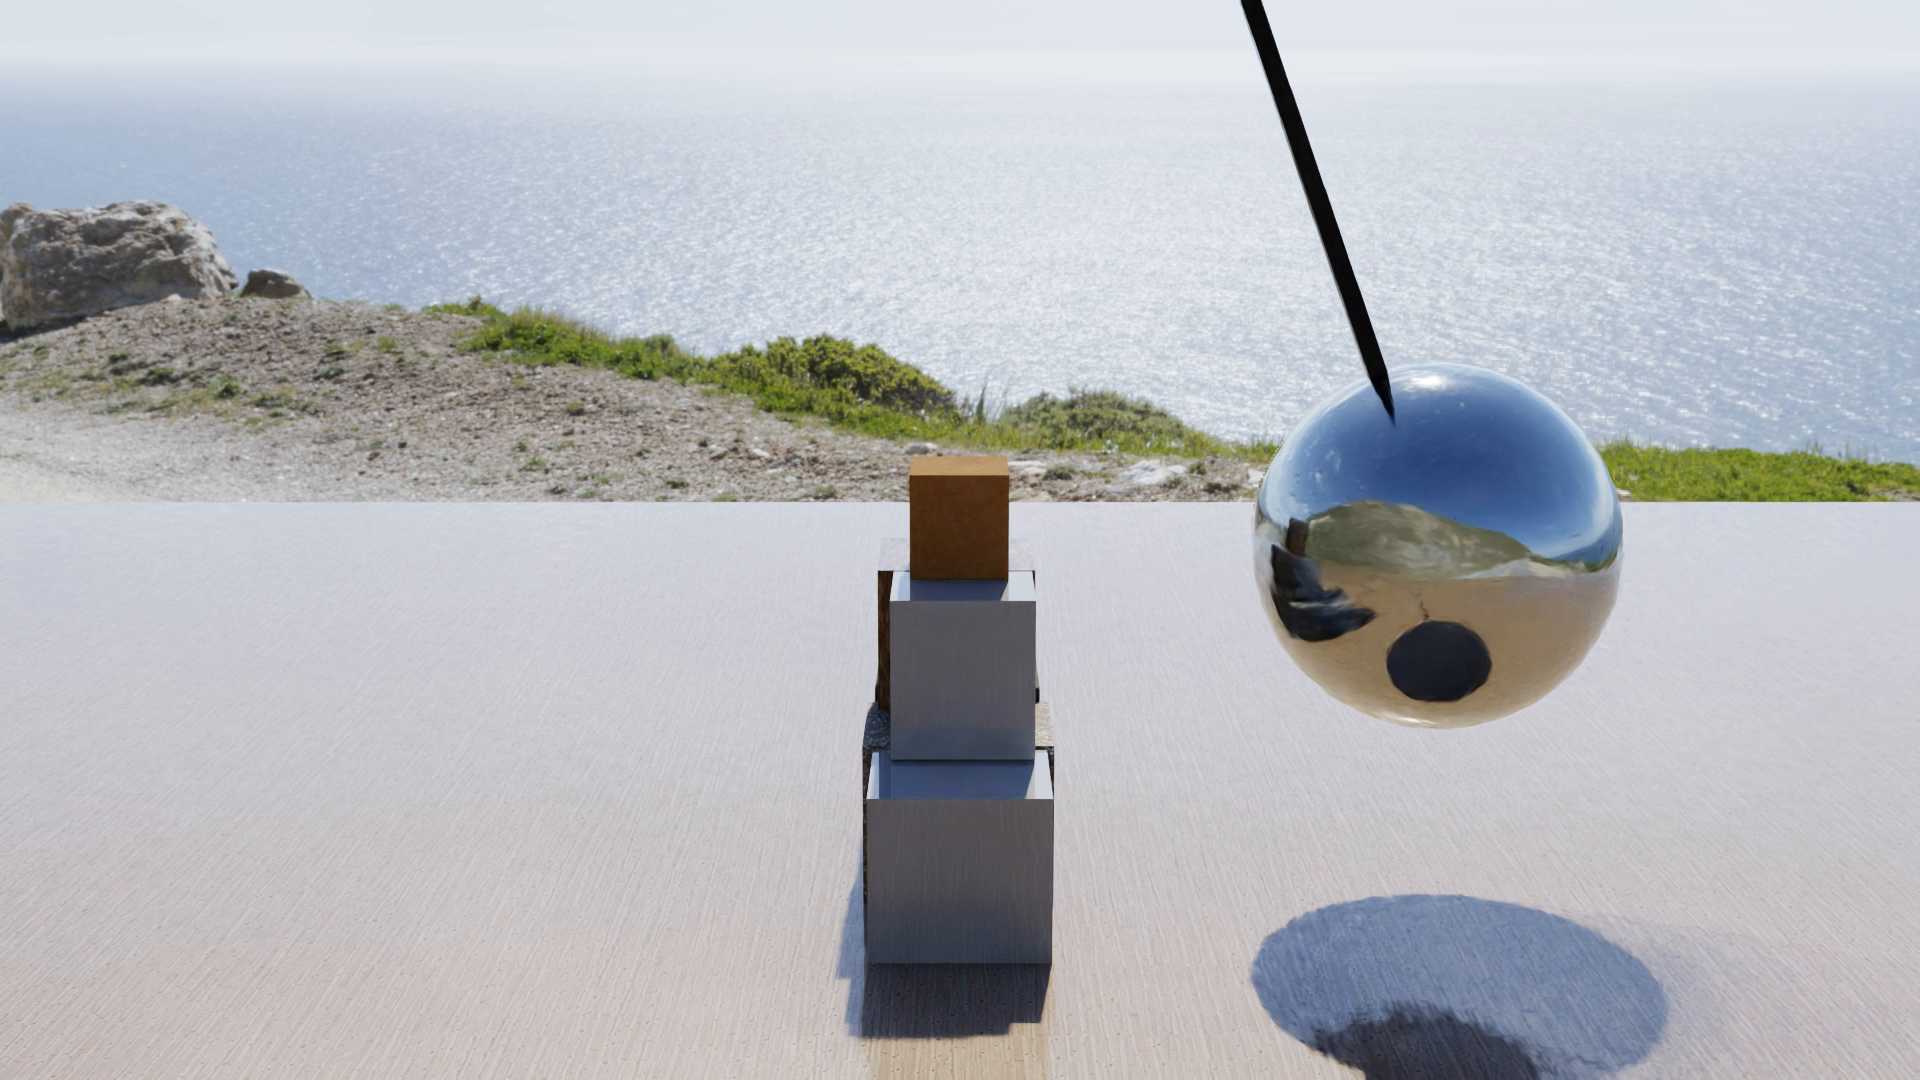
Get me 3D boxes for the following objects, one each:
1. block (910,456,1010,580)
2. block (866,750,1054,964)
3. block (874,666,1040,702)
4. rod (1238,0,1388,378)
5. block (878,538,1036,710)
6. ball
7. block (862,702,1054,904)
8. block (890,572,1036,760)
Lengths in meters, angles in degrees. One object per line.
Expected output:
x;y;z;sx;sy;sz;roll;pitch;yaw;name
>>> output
-0.003;-0.099;11.140;0.423;0.455;0.466;0;12;0;block
0.000;1.291;10.564;0.737;0.680;0.746;0;10;0;block
-0.012;0.965;12.144;0.749;0.756;0.869;0;10;0;block
0.899;-3.114;10.614;0.080;5.200;0.080;-20;10;4;rod
-0.015;0.369;11.558;0.686;0.629;0.706;0;12;0;block
2.074;0.025;11.185;1.600;1.600;1.600;0;10;0;ball
-0.007;1.145;11.326;0.815;0.695;0.785;0;10;0;block
0.012;0.524;10.909;0.601;0.675;0.617;0;11;0;block
